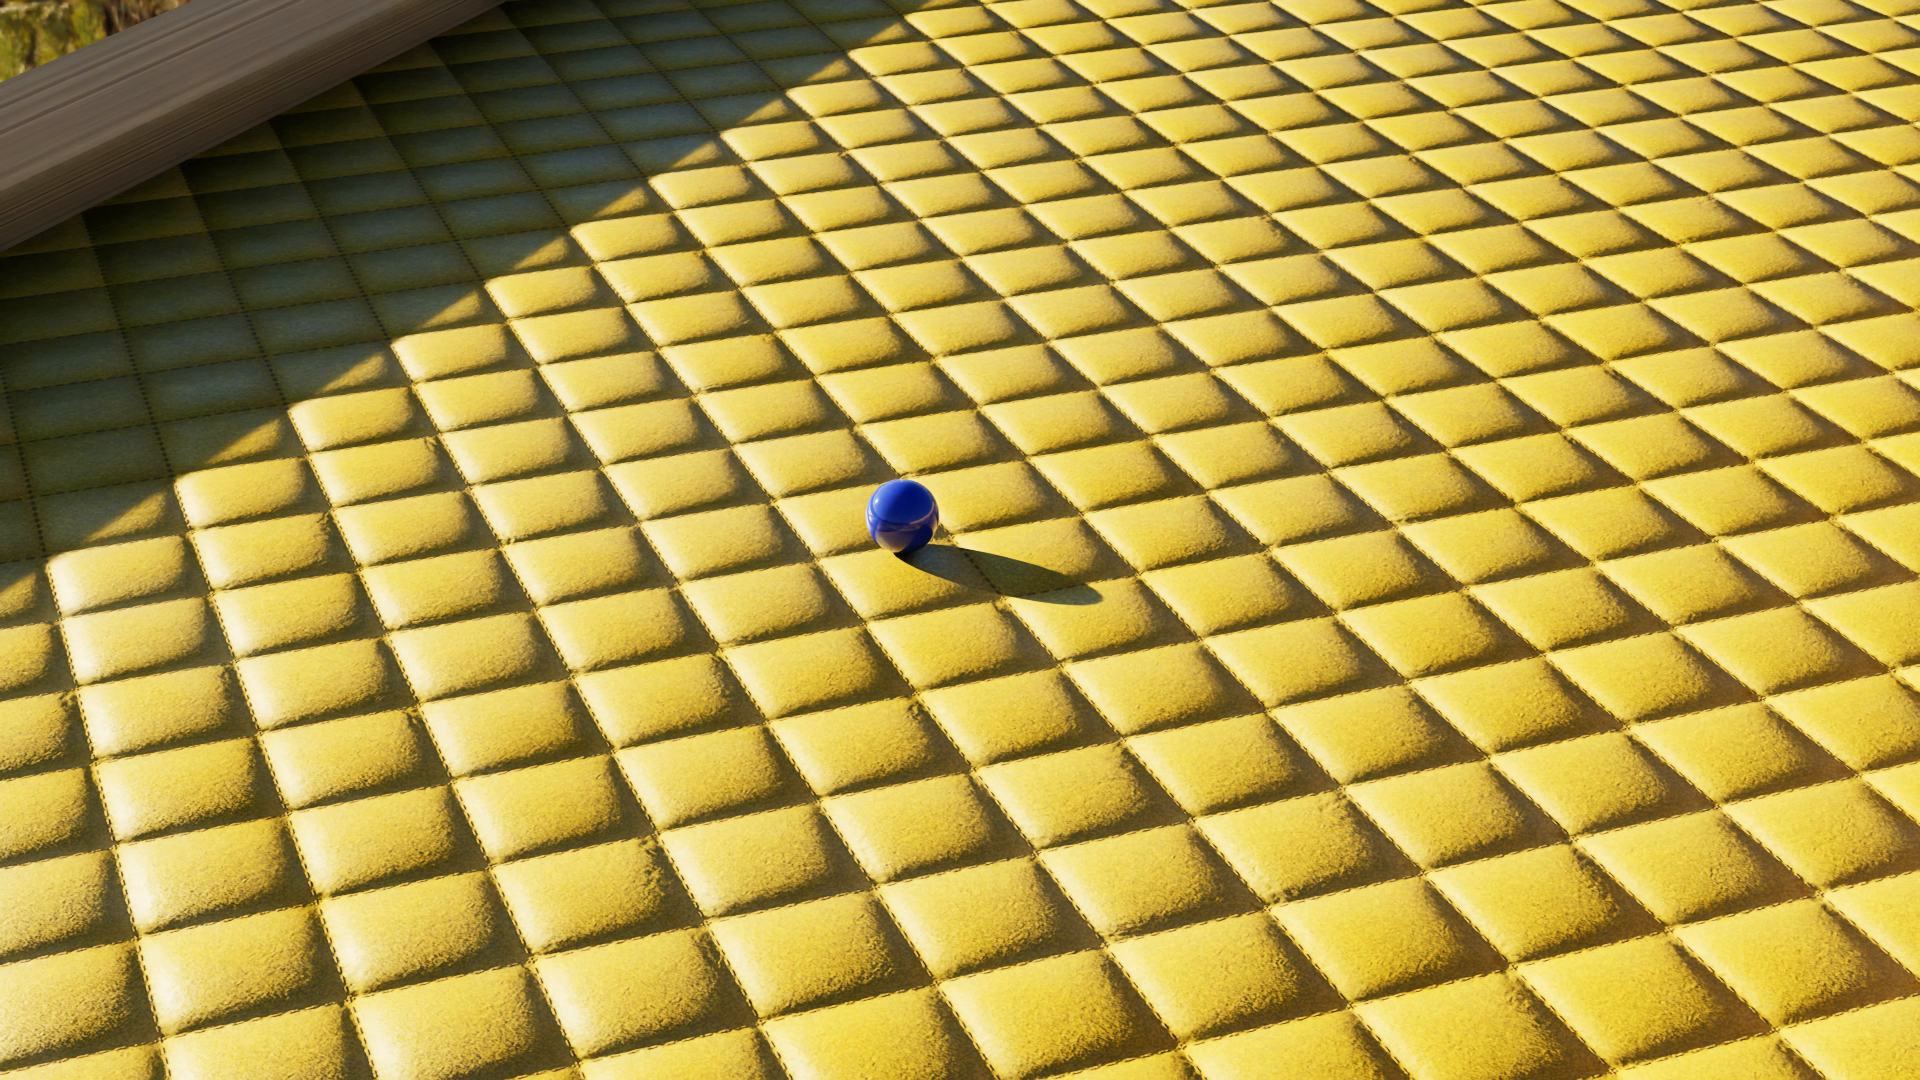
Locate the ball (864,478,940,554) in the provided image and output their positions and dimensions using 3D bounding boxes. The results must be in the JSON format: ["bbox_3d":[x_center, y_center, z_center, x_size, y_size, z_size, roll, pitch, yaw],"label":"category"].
[{"bbox_3d":[-0.035,-0.015,1.811,0.046,0.046,0.046,0,27,0],"label":"ball"}]

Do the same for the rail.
[{"bbox_3d":[-0.452,-0.551,2.780,0.045,0.126,3.495,11,29,21],"label":"rail"}]
